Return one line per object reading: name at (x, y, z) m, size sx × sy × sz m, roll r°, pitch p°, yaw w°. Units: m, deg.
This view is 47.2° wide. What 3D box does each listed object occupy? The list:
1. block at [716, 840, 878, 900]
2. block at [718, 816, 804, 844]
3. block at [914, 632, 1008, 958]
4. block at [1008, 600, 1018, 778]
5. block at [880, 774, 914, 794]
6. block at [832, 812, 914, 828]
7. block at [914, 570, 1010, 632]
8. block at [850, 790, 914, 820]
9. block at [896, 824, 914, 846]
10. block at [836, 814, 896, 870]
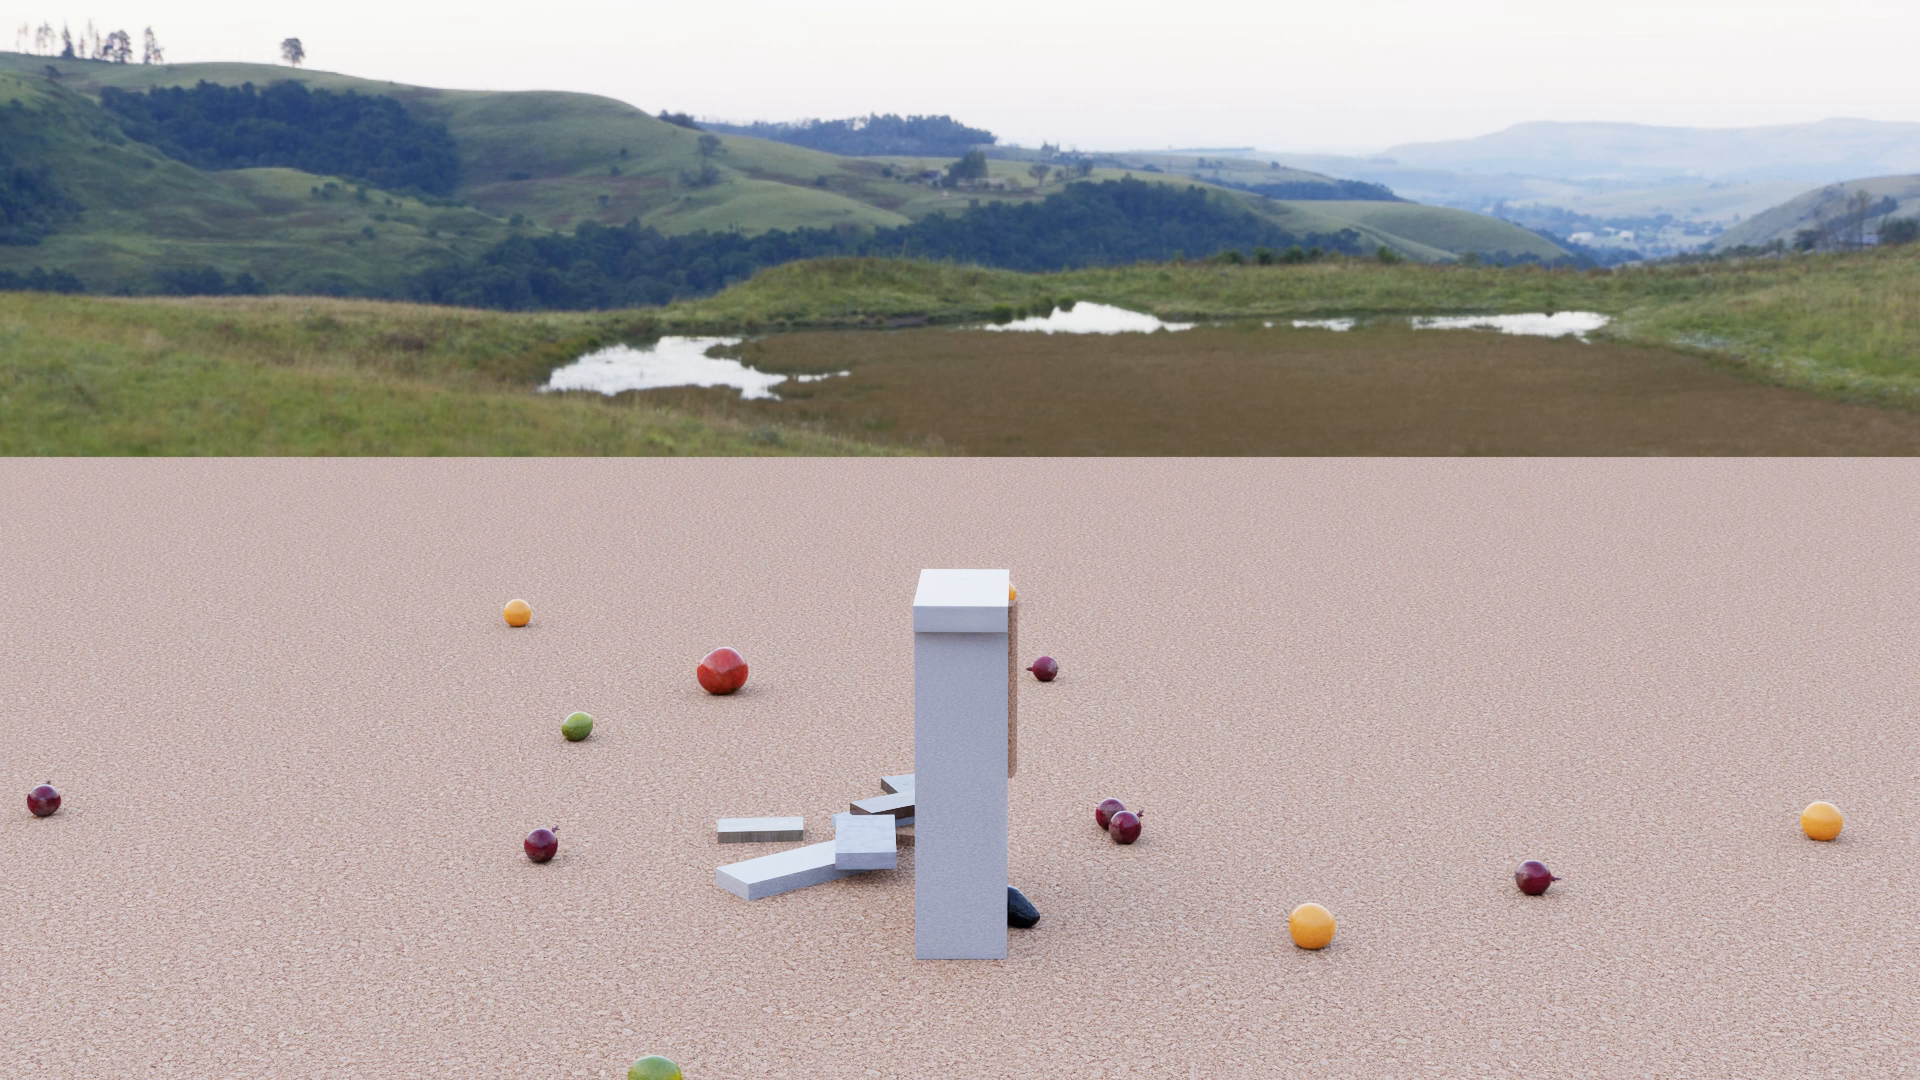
block at (-0.270, 0.559, 3.755) m, size 0.280 × 0.029 × 0.103 m, roll -8°, pitch 13°, yaw -37°
block at (-0.359, 0.523, 3.969) m, size 0.152 × 0.022 × 0.076 m, roll -1°, pitch 11°, yaw -4°
block at (0.002, 0.385, 3.355) m, size 0.141 × 0.517 × 0.040 m, roll 0°, pitch 9°, yaw 0°
block at (0.019, 0.235, 3.519) m, size 0.141 × 0.282 × 0.040 m, roll 3°, pitch 11°, yaw 14°
block at (-0.063, 0.494, 4.126) m, size 0.076 × 0.022 × 0.313 m, roll -4°, pitch 11°, yaw -20°
block at (-0.154, 0.503, 3.972) m, size 0.141 × 0.020 × 0.071 m, roll -7°, pitch 13°, yaw -33°
block at (0.005, 0.092, 3.406) m, size 0.141 × 0.040 × 0.282 m, roll 0°, pitch 10°, yaw 2°
block at (-0.114, 0.481, 3.976) m, size 0.152 × 0.022 × 0.076 m, roll -7°, pitch 13°, yaw -33°
block at (-0.102, 0.527, 3.952) m, size 0.141 × 0.020 × 0.071 m, roll 4°, pitch 11°, yaw 18°
block at (-0.163, 0.521, 3.801) m, size 0.103 × 0.029 × 0.206 m, roll 0°, pitch 11°, yaw -3°
